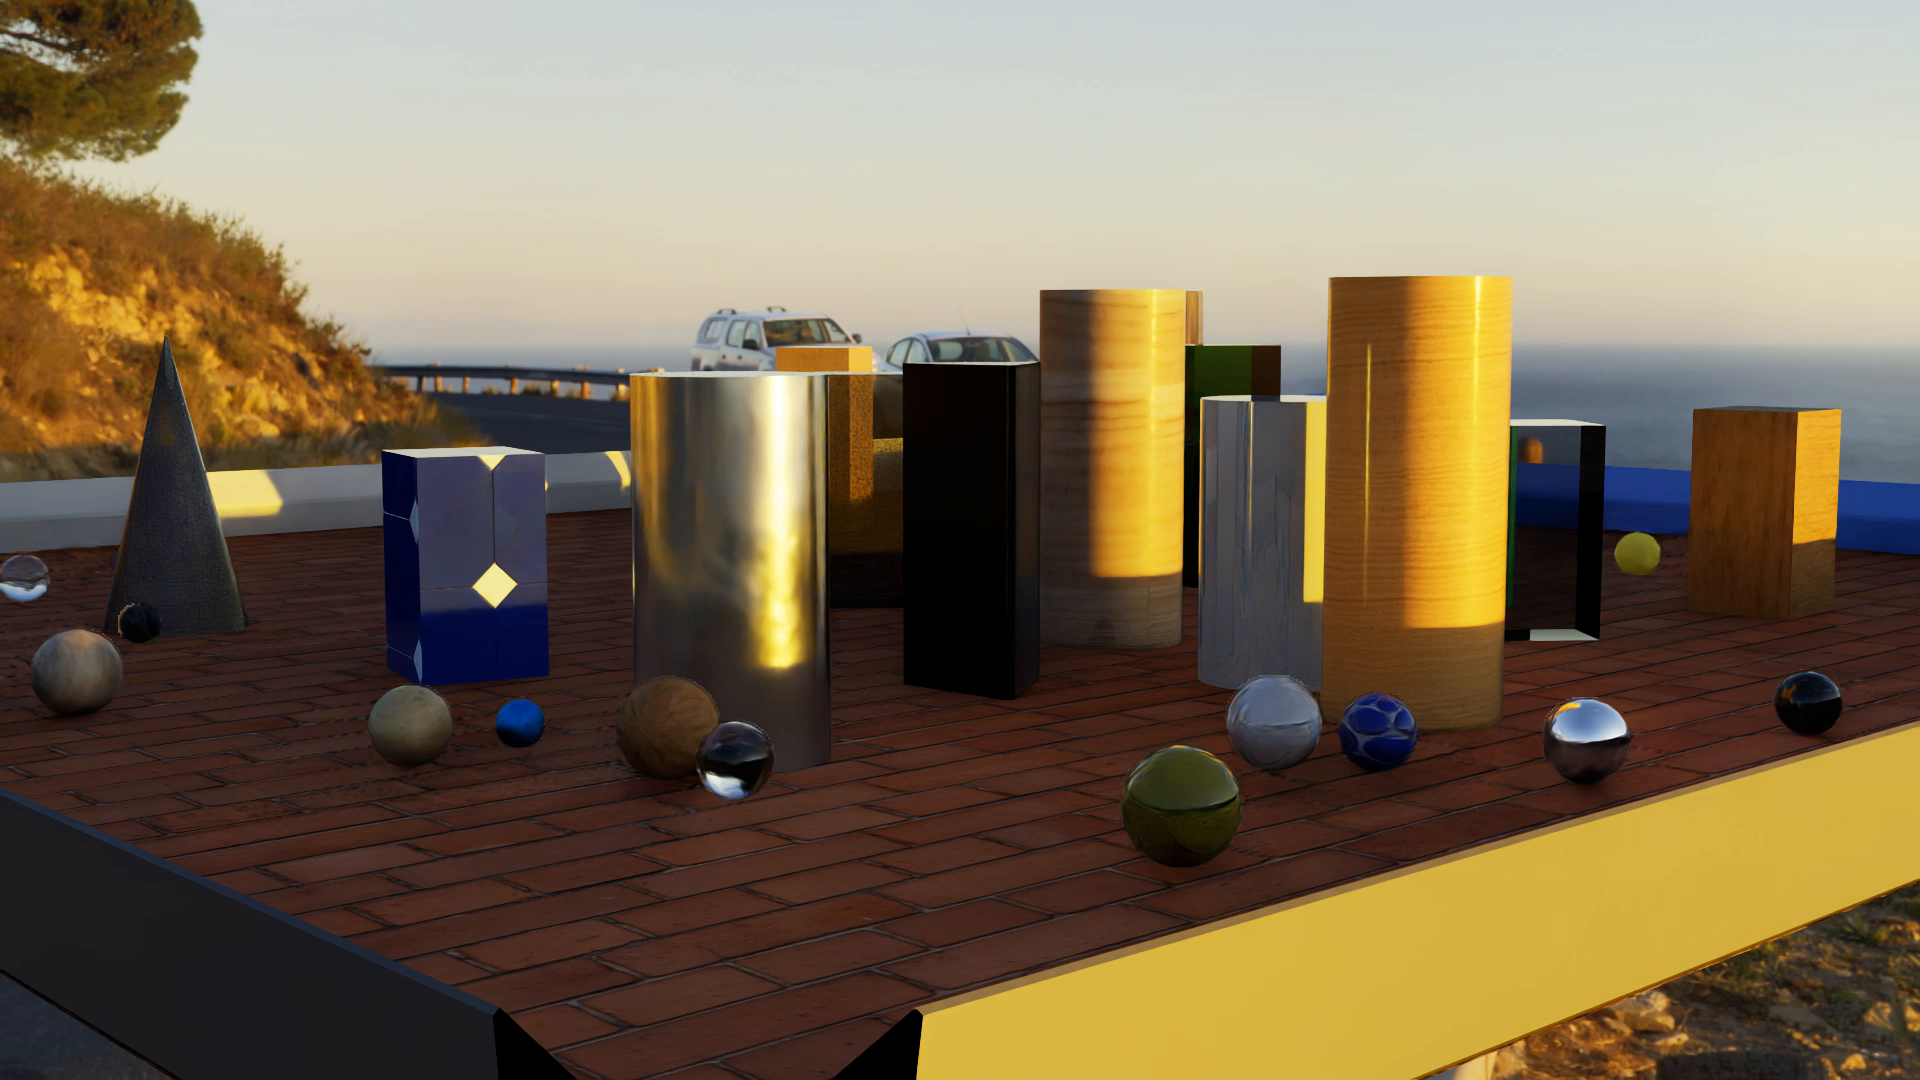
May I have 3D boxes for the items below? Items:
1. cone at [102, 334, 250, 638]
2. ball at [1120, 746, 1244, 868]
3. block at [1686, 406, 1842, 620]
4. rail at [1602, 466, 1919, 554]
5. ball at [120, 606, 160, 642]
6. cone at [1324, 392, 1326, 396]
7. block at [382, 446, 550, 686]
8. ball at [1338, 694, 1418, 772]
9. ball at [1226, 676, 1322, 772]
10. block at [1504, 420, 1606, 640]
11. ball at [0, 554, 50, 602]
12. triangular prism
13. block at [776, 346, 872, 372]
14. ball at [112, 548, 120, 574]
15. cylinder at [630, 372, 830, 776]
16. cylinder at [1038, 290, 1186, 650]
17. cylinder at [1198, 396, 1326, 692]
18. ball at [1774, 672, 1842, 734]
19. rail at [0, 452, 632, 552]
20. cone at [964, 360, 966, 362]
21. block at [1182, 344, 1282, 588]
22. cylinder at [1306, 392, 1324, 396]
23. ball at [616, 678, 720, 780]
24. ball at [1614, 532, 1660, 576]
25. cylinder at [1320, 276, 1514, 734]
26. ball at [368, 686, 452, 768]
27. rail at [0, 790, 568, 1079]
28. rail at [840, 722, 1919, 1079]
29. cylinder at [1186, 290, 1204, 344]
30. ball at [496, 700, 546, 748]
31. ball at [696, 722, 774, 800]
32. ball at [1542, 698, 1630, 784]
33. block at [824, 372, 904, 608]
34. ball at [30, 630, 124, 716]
[{"bbox_3d":[-1.101,-0.083,3.070,0.195,0.415,0.195,0,6,0],"label":"cone"},{"bbox_3d":[0.177,0.213,1.761,0.097,0.097,0.097,0,6,0],"label":"ball"},{"bbox_3d":[1.190,-0.045,3.256,0.156,0.299,0.156,6,8,43],"label":"block"},{"bbox_3d":[1.263,-0.088,4.491,0.045,0.127,3.414,-5,8,-42],"label":"rail"},{"bbox_3d":[-1.099,0.113,2.947,0.051,0.051,0.051,0,6,0],"label":"ball"},{"bbox_3d":[0.539,-0.069,3.215,0.195,0.356,0.195,0,6,0],"label":"cone"},{"bbox_3d":[-0.607,0.028,2.696,0.156,0.272,0.156,-3,7,-29],"label":"block"},{"bbox_3d":[0.404,0.186,2.126,0.075,0.075,0.075,0,6,0],"label":"ball"},{"bbox_3d":[0.304,0.178,2.129,0.091,0.091,0.091,0,6,0],"label":"ball"},{"bbox_3d":[0.783,-0.017,3.031,0.156,0.290,0.156,0,6,-3],"label":"block"},{"bbox_3d":[-1.427,0.059,3.352,0.074,0.074,0.074,0,6,0],"label":"ball"},{"bbox_3d":[0.044,-0.018,2.605,0.169,0.382,0.146,5,8,42],"label":"triangular prism"},{"bbox_3d":[-0.279,-0.215,4.552,0.156,0.368,0.156,2,6,15],"label":"block"},{"bbox_3d":[-1.309,0.040,3.505,0.079,0.079,0.079,0,6,0],"label":"ball"},{"bbox_3d":[-0.227,0.027,2.180,0.195,0.381,0.195,0,6,0],"label":"cylinder"},{"bbox_3d":[0.203,-0.099,2.954,0.195,0.470,0.195,0,6,0],"label":"cylinder"},{"bbox_3d":[0.385,0.000,2.642,0.195,0.339,0.195,0,6,0],"label":"cylinder"},{"bbox_3d":[0.891,0.171,2.310,0.066,0.066,0.066,0,6,0],"label":"ball"},{"bbox_3d":[-1.142,-0.096,4.562,3.484,0.127,0.045,-5,8,-42],"label":"rail"},{"bbox_3d":[0.010,-0.208,4.615,0.195,0.340,0.195,0,6,0],"label":"cone"},{"bbox_3d":[0.417,-0.126,3.608,0.156,0.388,0.156,-2,6,-21],"label":"block"},{"bbox_3d":[0.680,-0.094,3.716,0.195,0.302,0.195,0,6,0],"label":"cylinder"},{"bbox_3d":[-0.273,0.177,2.057,0.096,0.096,0.096,0,6,0],"label":"ball"},{"bbox_3d":[1.135,0.024,3.682,0.074,0.074,0.074,0,6,0],"label":"ball"},{"bbox_3d":[0.494,-0.044,2.385,0.195,0.479,0.195,0,6,0],"label":"cylinder"},{"bbox_3d":[-0.537,0.182,2.147,0.080,0.080,0.080,0,6,0],"label":"ball"},{"bbox_3d":[-1.263,0.154,2.173,0.045,0.127,3.414,-5,8,-42],"label":"rail"},{"bbox_3d":[1.142,0.162,2.101,3.484,0.127,0.045,-5,8,-42],"label":"rail"},{"bbox_3d":[0.342,-0.211,3.991,0.195,0.477,0.195,0,6,0],"label":"cylinder"},{"bbox_3d":[-0.448,0.187,2.240,0.050,0.050,0.050,0,6,0],"label":"ball"},{"bbox_3d":[-0.205,0.201,2.004,0.071,0.071,0.071,0,6,0],"label":"ball"},{"bbox_3d":[0.590,0.190,2.071,0.080,0.080,0.080,0,6,0],"label":"ball"},{"bbox_3d":[-0.143,-0.080,3.350,0.156,0.349,0.156,0,6,-4],"label":"block"},{"bbox_3d":[-0.970,0.146,2.416,0.095,0.095,0.095,0,6,0],"label":"ball"}]
